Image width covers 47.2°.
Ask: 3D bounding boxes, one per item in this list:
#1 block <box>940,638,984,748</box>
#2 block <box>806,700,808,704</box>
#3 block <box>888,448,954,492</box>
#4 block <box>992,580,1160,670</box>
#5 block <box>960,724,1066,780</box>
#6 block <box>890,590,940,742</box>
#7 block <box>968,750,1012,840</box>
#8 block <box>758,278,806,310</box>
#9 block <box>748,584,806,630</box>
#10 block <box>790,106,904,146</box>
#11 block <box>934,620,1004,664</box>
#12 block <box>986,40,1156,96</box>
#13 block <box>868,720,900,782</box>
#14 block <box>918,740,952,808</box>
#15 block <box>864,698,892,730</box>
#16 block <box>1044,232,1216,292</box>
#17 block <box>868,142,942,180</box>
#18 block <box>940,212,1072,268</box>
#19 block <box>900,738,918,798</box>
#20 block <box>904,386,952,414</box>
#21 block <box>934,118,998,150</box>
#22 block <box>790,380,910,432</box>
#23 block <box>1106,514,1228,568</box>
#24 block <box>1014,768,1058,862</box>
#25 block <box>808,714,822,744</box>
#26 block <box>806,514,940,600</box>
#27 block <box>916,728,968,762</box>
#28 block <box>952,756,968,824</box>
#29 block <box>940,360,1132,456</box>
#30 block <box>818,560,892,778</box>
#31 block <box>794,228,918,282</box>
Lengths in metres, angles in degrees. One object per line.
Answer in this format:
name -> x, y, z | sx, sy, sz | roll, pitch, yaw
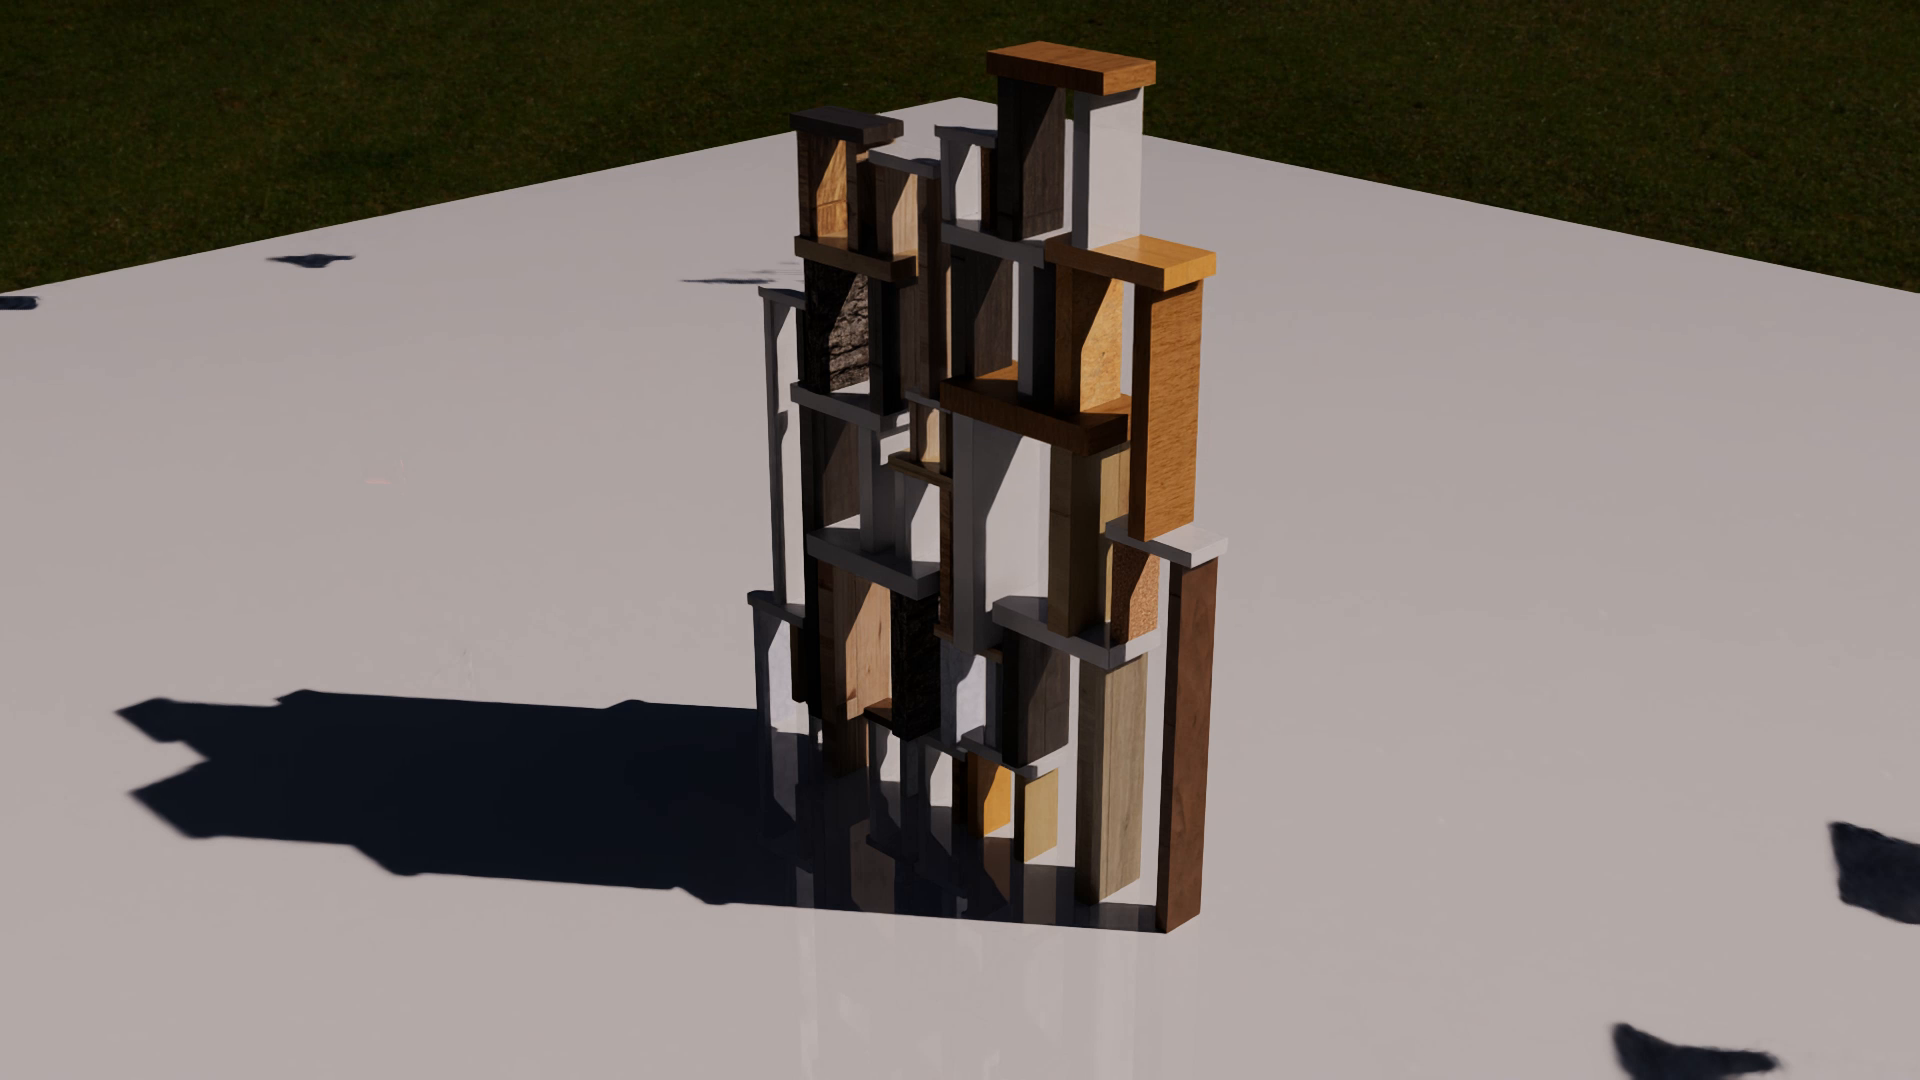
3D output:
block -> 0.004, 0.289, 4.348 | 0.093, 0.235, 0.026 | -22, 31, -40
block -> -0.282, 0.350, 4.686 | 0.091, 0.013, 0.045 | 21, 31, 41
block -> -0.040, -0.139, 4.209 | 0.094, 0.027, 0.187 | -21, 31, -40
block -> 0.213, 0.154, 4.053 | 0.144, 0.041, 0.287 | -21, 31, -41
block -> 0.103, 0.407, 4.279 | 0.191, 0.027, 0.095 | 21, 31, 40
block -> -0.064, 0.227, 4.385 | 0.045, 0.320, 0.160 | 21, 31, 41
block -> 0.058, 0.489, 4.364 | 0.027, 0.191, 0.095 | 21, 31, 40
block -> -0.325, -0.488, 4.375 | 0.074, 0.021, 0.148 | -22, 31, -40
block -> -0.360, 0.138, 4.677 | 0.180, 0.026, 0.090 | 21, 31, 41
block -> -0.213, -0.777, 4.114 | 0.204, 0.029, 0.102 | 21, 31, 41
block -> 0.048, 0.186, 4.256 | 0.093, 0.026, 0.185 | -21, 31, -40
block -> 0.184, -0.790, 3.677 | 0.263, 0.037, 0.131 | 21, 31, 40
block -> -0.157, 0.427, 4.575 | 0.020, 0.141, 0.071 | 21, 31, 41
block -> -0.052, 0.464, 4.479 | 0.074, 0.148, 0.021 | -21, 31, -41
block -> -0.124, 0.365, 4.512 | 0.141, 0.020, 0.071 | 21, 31, 41
block -> 0.286, -0.478, 3.711 | 0.133, 0.038, 0.266 | -22, 31, -40
block -> -0.078, -0.693, 4.008 | 0.085, 0.024, 0.170 | -22, 32, -40
block -> 0.099, -0.533, 3.887 | 0.249, 0.035, 0.125 | 21, 31, 40
block -> -0.091, 0.453, 4.513 | 0.020, 0.141, 0.071 | 21, 31, 41
block -> -0.040, -0.268, 4.144 | 0.061, 0.017, 0.122 | -21, 31, -40
block -> 0.032, -0.715, 3.871 | 0.146, 0.021, 0.073 | 20, 31, 39
block -> -0.199, -0.276, 4.329 | 0.261, 0.037, 0.130 | 21, 31, 41
block -> 0.359, -0.005, 3.839 | 0.195, 0.028, 0.098 | 21, 31, 41
block -> 0.148, 0.524, 4.281 | 0.027, 0.191, 0.095 | 21, 31, 41
block -> -0.304, 0.389, 4.726 | 0.045, 0.091, 0.013 | -21, 31, -41
block -> -0.139, 0.030, 4.383 | 0.319, 0.045, 0.160 | 22, 31, 41
block -> -0.017, 0.400, 4.414 | 0.148, 0.021, 0.074 | 21, 31, 41
block -> 0.018, 0.491, 4.415 | 0.021, 0.148, 0.074 | 21, 31, 41
block -> 0.154, -0.242, 3.949 | 0.359, 0.051, 0.180 | 21, 31, 40
block -> -0.215, 0.246, 4.557 | 0.045, 0.488, 0.160 | 21, 31, 41
block -> -0.176, -0.548, 4.182 | 0.269, 0.038, 0.135 | 21, 31, 41
